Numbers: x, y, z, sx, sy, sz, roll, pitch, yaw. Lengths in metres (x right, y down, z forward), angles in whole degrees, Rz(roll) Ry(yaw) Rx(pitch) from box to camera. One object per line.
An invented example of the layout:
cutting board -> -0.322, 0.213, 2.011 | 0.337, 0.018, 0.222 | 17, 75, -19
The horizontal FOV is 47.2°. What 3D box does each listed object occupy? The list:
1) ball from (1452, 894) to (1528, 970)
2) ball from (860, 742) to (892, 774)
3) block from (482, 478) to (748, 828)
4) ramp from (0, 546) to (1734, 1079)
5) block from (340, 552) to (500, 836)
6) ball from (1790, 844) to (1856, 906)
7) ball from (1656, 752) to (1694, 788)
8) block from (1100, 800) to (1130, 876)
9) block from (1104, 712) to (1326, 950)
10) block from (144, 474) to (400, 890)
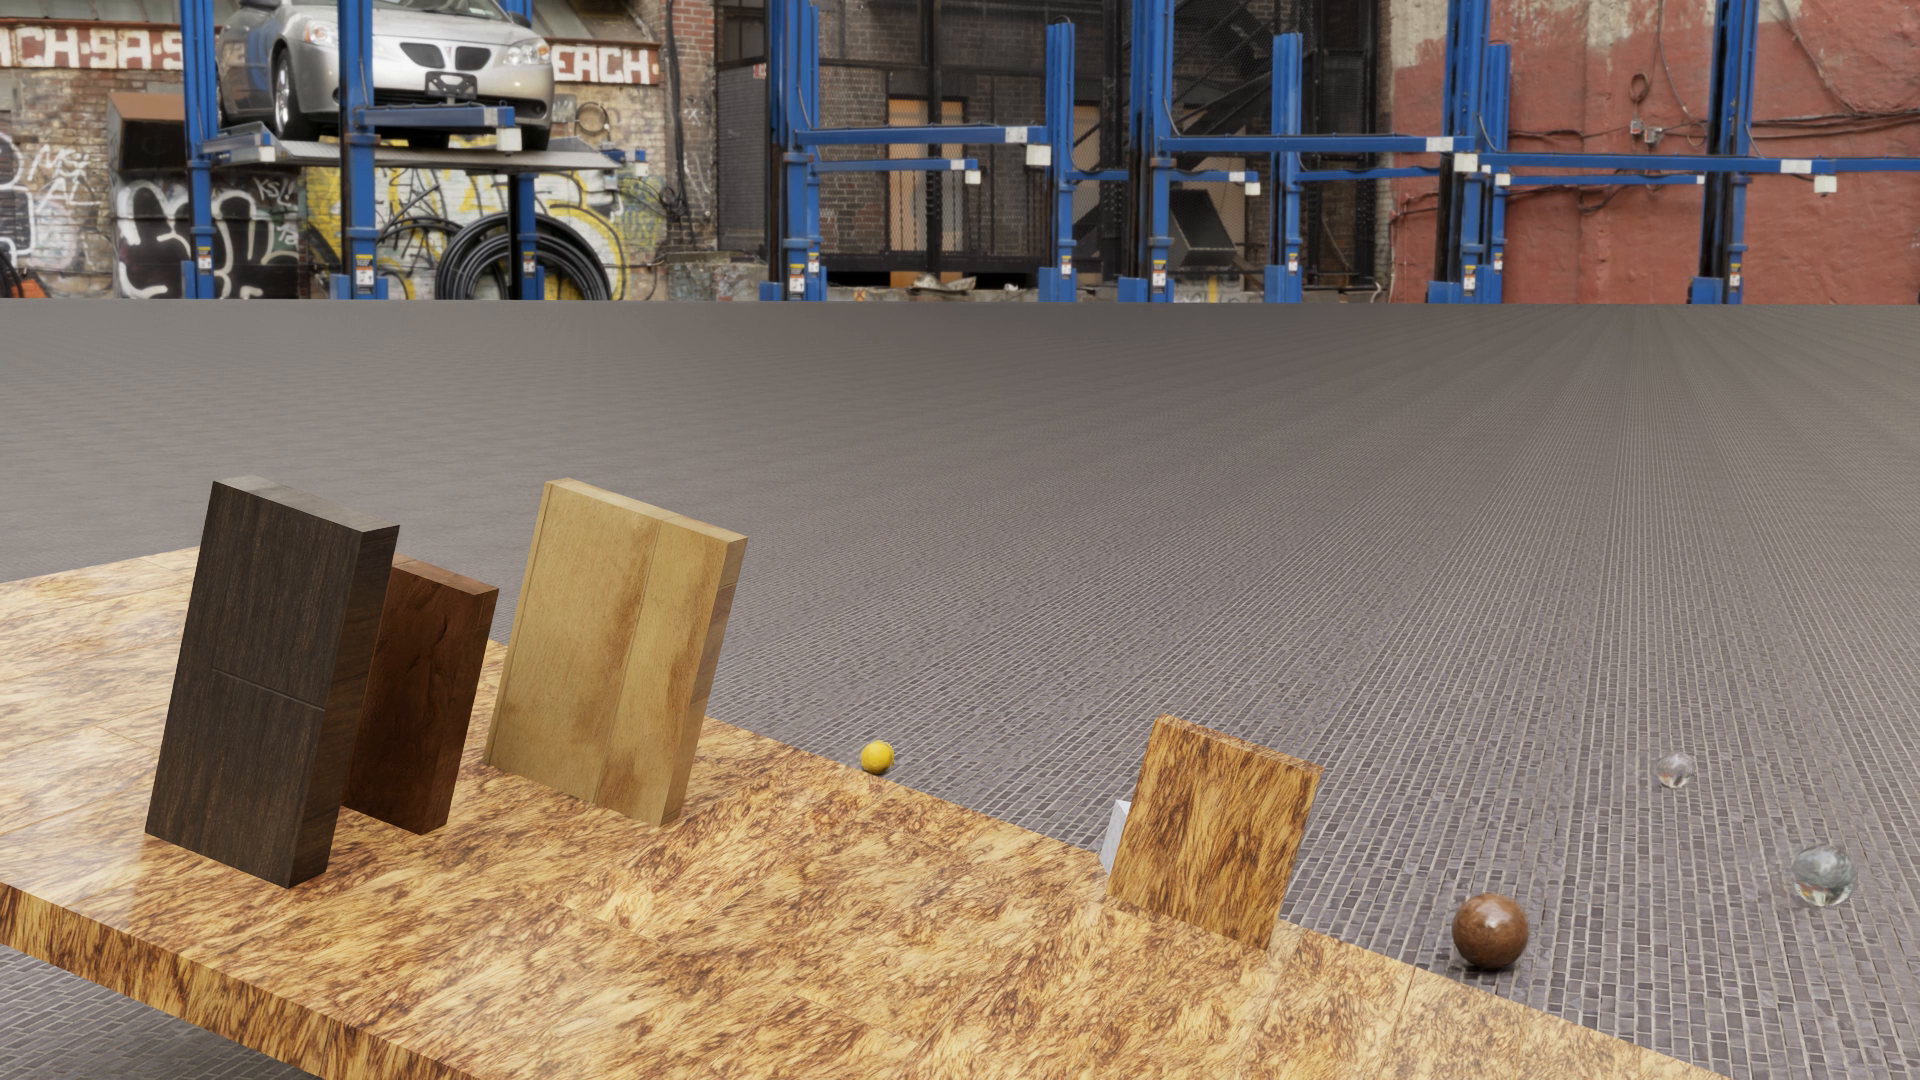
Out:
ball -> 1.415, 1.045, 5.868 | 0.200, 0.200, 0.200 | 0, 7, 0
ball -> -0.311, 0.810, 8.171 | 0.117, 0.117, 0.117 | 0, 7, 0
block -> -0.718, 0.230, 4.557 | 0.420, 0.617, 0.101 | 18, 11, 14
ramp -> -0.384, 0.760, 4.245 | 4.000, 0.100, 2.000 | 18, 11, 14
block -> -1.089, 0.278, 4.187 | 0.316, 0.482, 0.094 | 18, 11, 14
ball -> 2.534, 0.984, 6.454 | 0.181, 0.181, 0.181 | 0, 7, 0
ball -> 2.584, 0.832, 7.950 | 0.127, 0.127, 0.127 | 0, 7, 0
block -> 0.419, 0.695, 4.980 | 0.147, 0.147, 0.147 | 13, 11, -12
block -> 0.553, 0.633, 4.783 | 0.371, 0.408, 0.085 | 18, 11, 14
block -> -1.191, 0.243, 3.800 | 0.297, 0.645, 0.115 | 18, 11, 14
